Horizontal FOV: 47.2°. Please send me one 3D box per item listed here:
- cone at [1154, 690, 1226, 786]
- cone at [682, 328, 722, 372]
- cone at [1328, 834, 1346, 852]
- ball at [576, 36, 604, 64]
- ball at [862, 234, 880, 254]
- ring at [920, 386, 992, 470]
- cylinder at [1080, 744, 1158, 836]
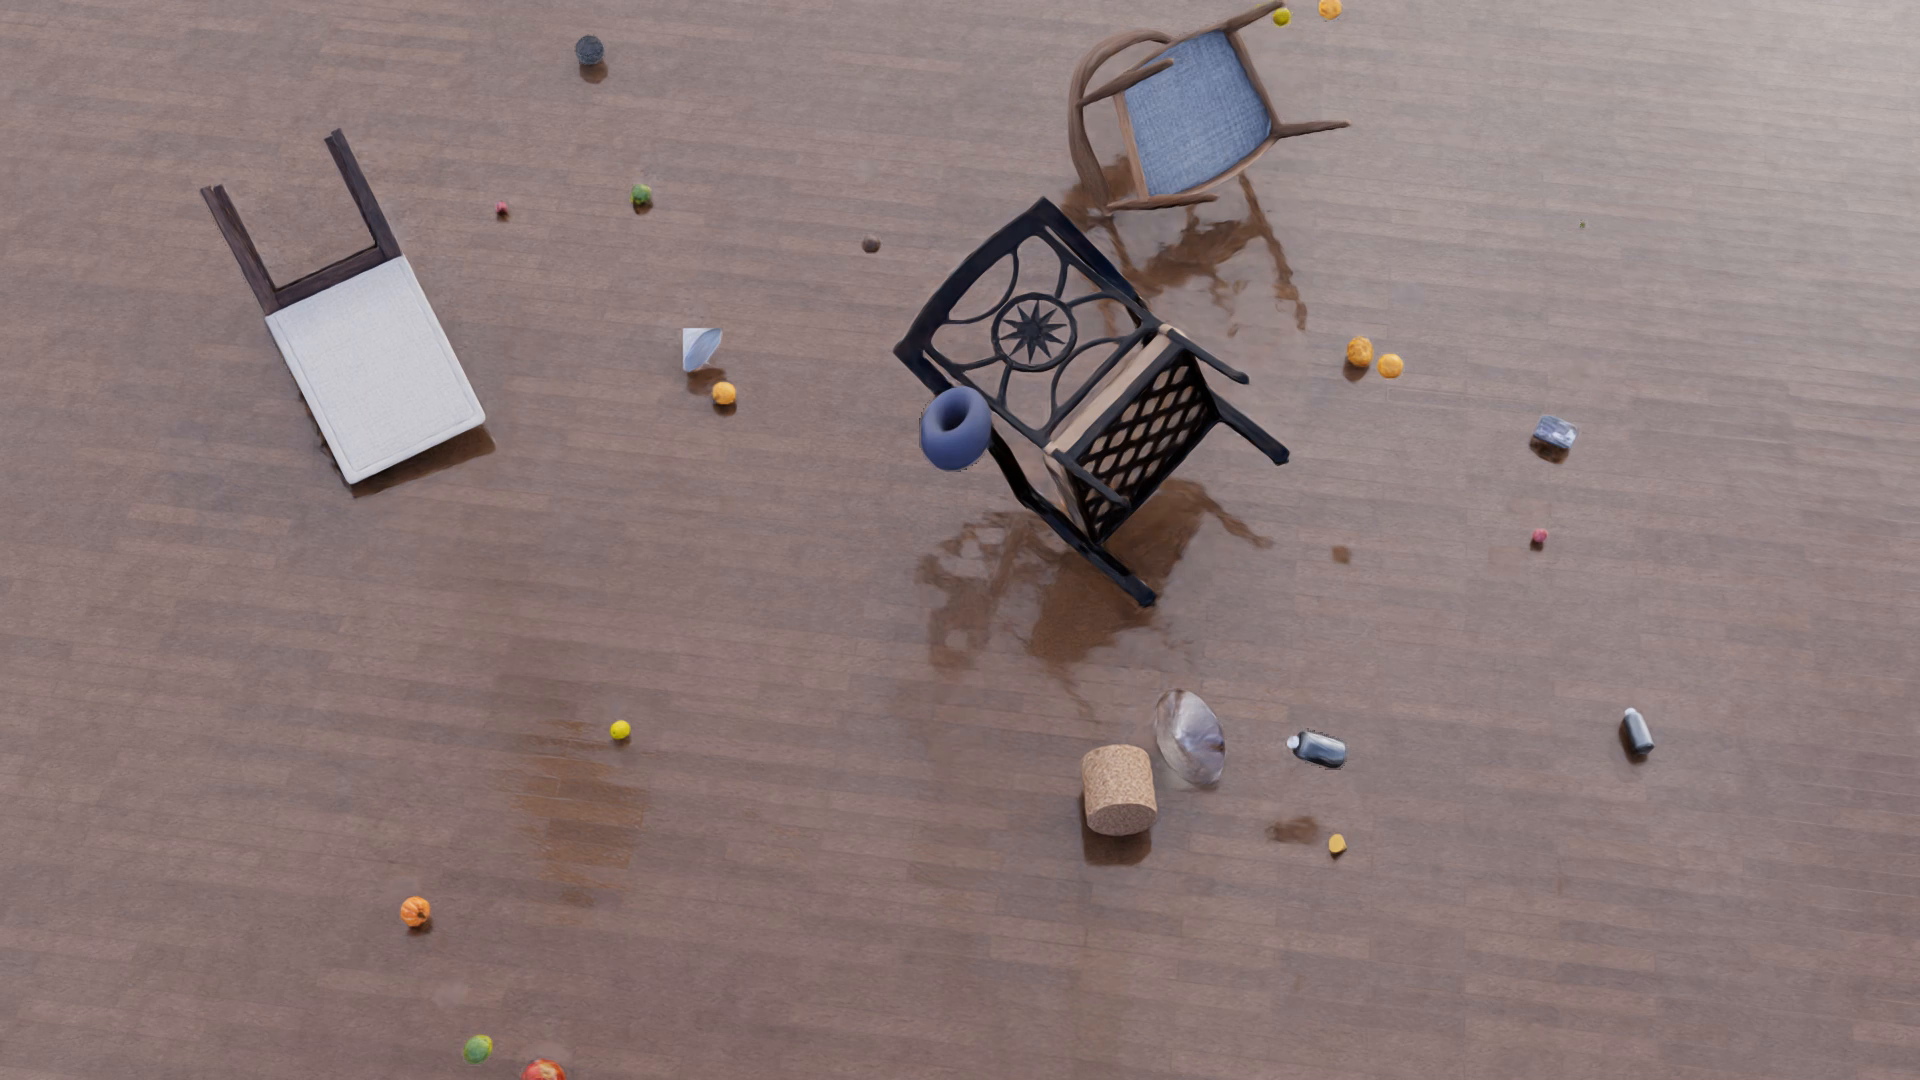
[{"bbox_3d":[0.614,0.546,6.073,0.188,0.112,0.282,-30,75,22],"label":"cone"},{"bbox_3d":[-0.838,-0.630,6.898,0.107,0.116,0.176,46,107,26],"label":"cone"},{"bbox_3d":[1.041,0.834,6.000,0.041,0.062,0.052,23,84,-28],"label":"cone"},{"bbox_3d":[-1.290,-1.708,7.661,0.098,0.098,0.098,0,56,0],"label":"ball"},{"bbox_3d":[-0.270,-0.896,6.655,0.056,0.056,0.056,0,56,0],"label":"ball"},{"bbox_3d":[-0.010,-0.311,6.115,0.192,0.129,0.261,3,50,22],"label":"ring"},{"bbox_3d":[0.433,0.683,5.998,0.189,0.199,0.177,-25,51,27],"label":"cylinder"}]
